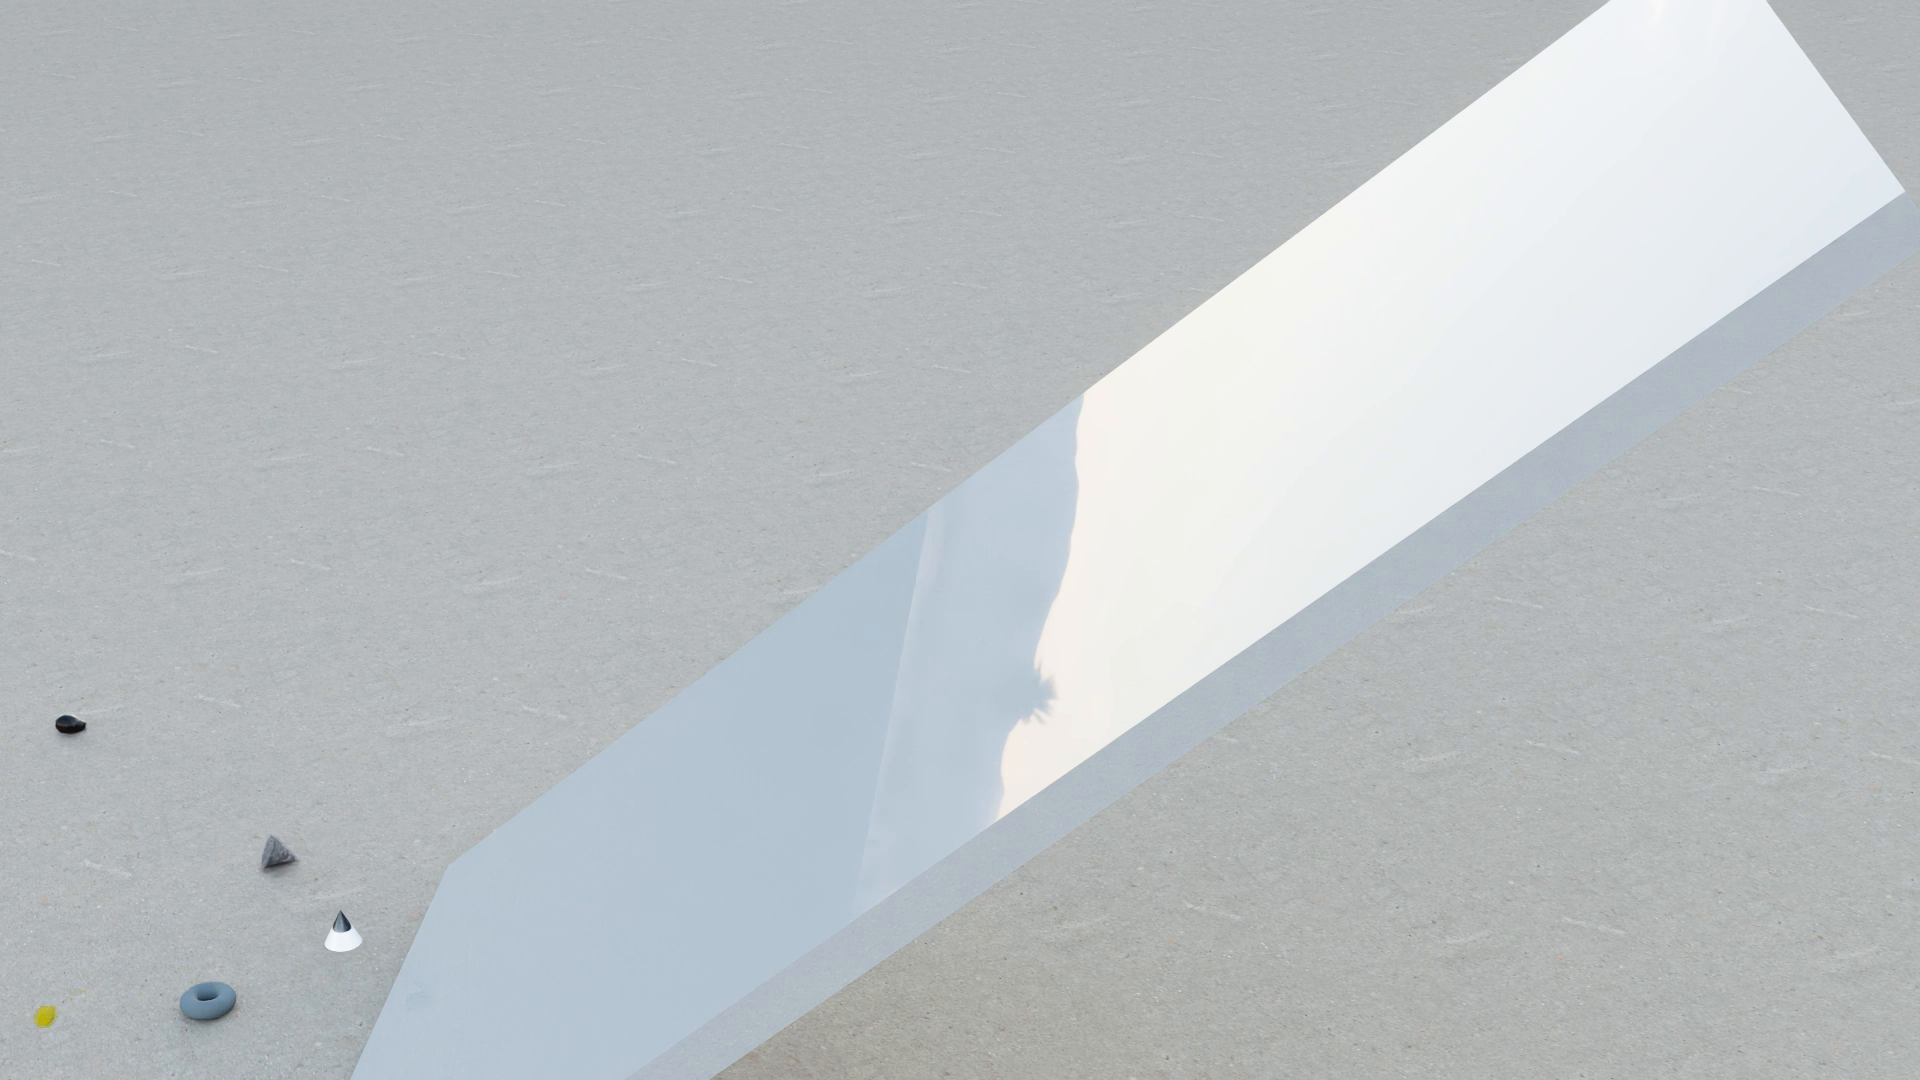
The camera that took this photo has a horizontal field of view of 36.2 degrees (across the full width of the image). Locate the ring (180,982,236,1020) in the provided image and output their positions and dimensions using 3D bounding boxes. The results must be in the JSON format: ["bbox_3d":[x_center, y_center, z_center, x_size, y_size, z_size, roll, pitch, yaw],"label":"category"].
[{"bbox_3d":[-1.884,1.154,7.369,0.139,0.046,0.139,-1,23,0],"label":"ring"}]

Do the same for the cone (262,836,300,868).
[{"bbox_3d":[-1.845,0.864,8.025,0.092,0.092,0.092,20,16,-24],"label":"cone"}]

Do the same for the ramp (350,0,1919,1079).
[{"bbox_3d":[0.118,0.187,6.346,4.000,0.100,2.000,-36,16,18],"label":"ramp"}]

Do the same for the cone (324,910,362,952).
[{"bbox_3d":[-1.607,1.002,7.646,0.097,0.097,0.097,0,24,0],"label":"cone"}]
